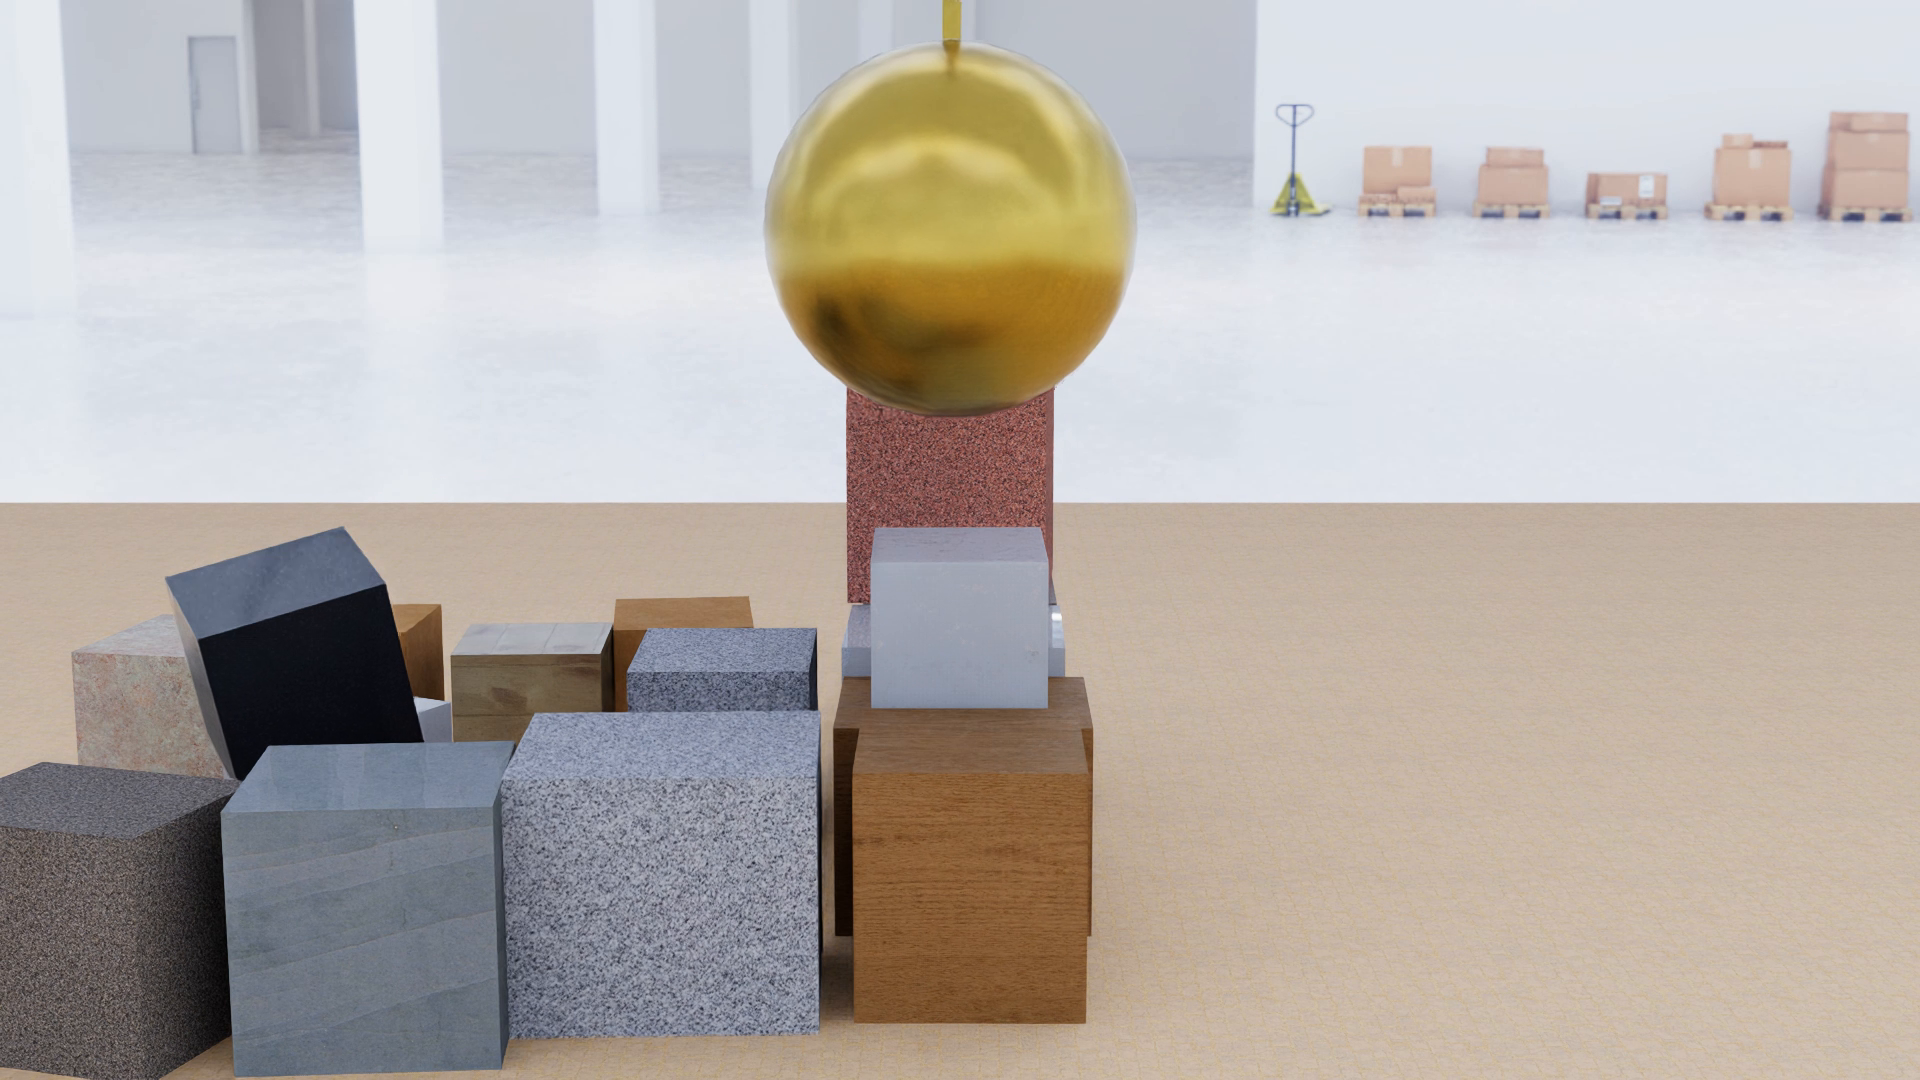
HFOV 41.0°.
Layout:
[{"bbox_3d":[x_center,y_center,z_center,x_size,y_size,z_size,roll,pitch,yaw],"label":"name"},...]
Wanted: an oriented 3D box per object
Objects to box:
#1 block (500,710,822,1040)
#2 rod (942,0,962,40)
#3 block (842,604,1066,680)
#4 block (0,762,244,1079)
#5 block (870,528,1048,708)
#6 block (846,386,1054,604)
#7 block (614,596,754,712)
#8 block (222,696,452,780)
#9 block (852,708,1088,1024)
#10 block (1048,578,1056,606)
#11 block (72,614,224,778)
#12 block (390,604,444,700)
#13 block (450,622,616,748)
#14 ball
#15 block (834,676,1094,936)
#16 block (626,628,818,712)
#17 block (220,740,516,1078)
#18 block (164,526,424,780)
[{"bbox_3d":[-1.109,1.261,9.866,1.139,0.988,0.984,0,10,-2],"label":"block"},{"bbox_3d":[-0.018,-4.665,10.332,0.080,5.200,0.080,0,10,0],"label":"rod"},{"bbox_3d":[-0.024,0.889,11.855,0.988,1.010,0.929,0,10,1],"label":"block"},{"bbox_3d":[-3.187,1.385,9.421,0.942,0.903,0.762,3,11,18],"label":"block"},{"bbox_3d":[-0.005,0.354,10.778,0.717,0.684,0.809,0,10,-1],"label":"block"},{"bbox_3d":[-0.032,-0.288,12.567,0.943,1.037,0.938,1,10,4],"label":"block"},{"bbox_3d":[-1.476,0.719,13.732,0.725,0.673,0.805,-1,10,-6],"label":"block"},{"bbox_3d":[-2.785,1.105,11.539,0.697,0.697,0.727,5,12,27],"label":"block"},{"bbox_3d":[0.040,1.247,10.003,0.870,0.968,0.981,0,10,0],"label":"block"},{"bbox_3d":[0.000,0.721,12.762,0.925,1.016,0.901,0,10,0],"label":"block"},{"bbox_3d":[-3.514,0.898,12.093,0.931,0.906,0.845,2,10,11],"label":"block"},{"bbox_3d":[-3.090,0.778,13.072,0.762,0.792,0.670,1,10,3],"label":"block"},{"bbox_3d":[-2.150,0.838,13.013,0.732,0.695,0.727,0,10,-3],"label":"block"},{"bbox_3d":[-0.041,-1.320,10.940,1.600,1.600,1.600,0,10,0],"label":"ball"},{"bbox_3d":[0.015,1.118,10.950,1.058,0.882,0.912,0,10,0],"label":"block"},{"bbox_3d":[-1.099,0.928,12.090,0.821,0.849,0.931,0,10,-1],"label":"block"},{"bbox_3d":[-2.140,1.339,9.482,0.935,0.973,0.904,-1,10,-4],"label":"block"},{"bbox_3d":[-2.826,0.510,10.886,0.778,0.753,0.751,-18,26,-21],"label":"block"}]
